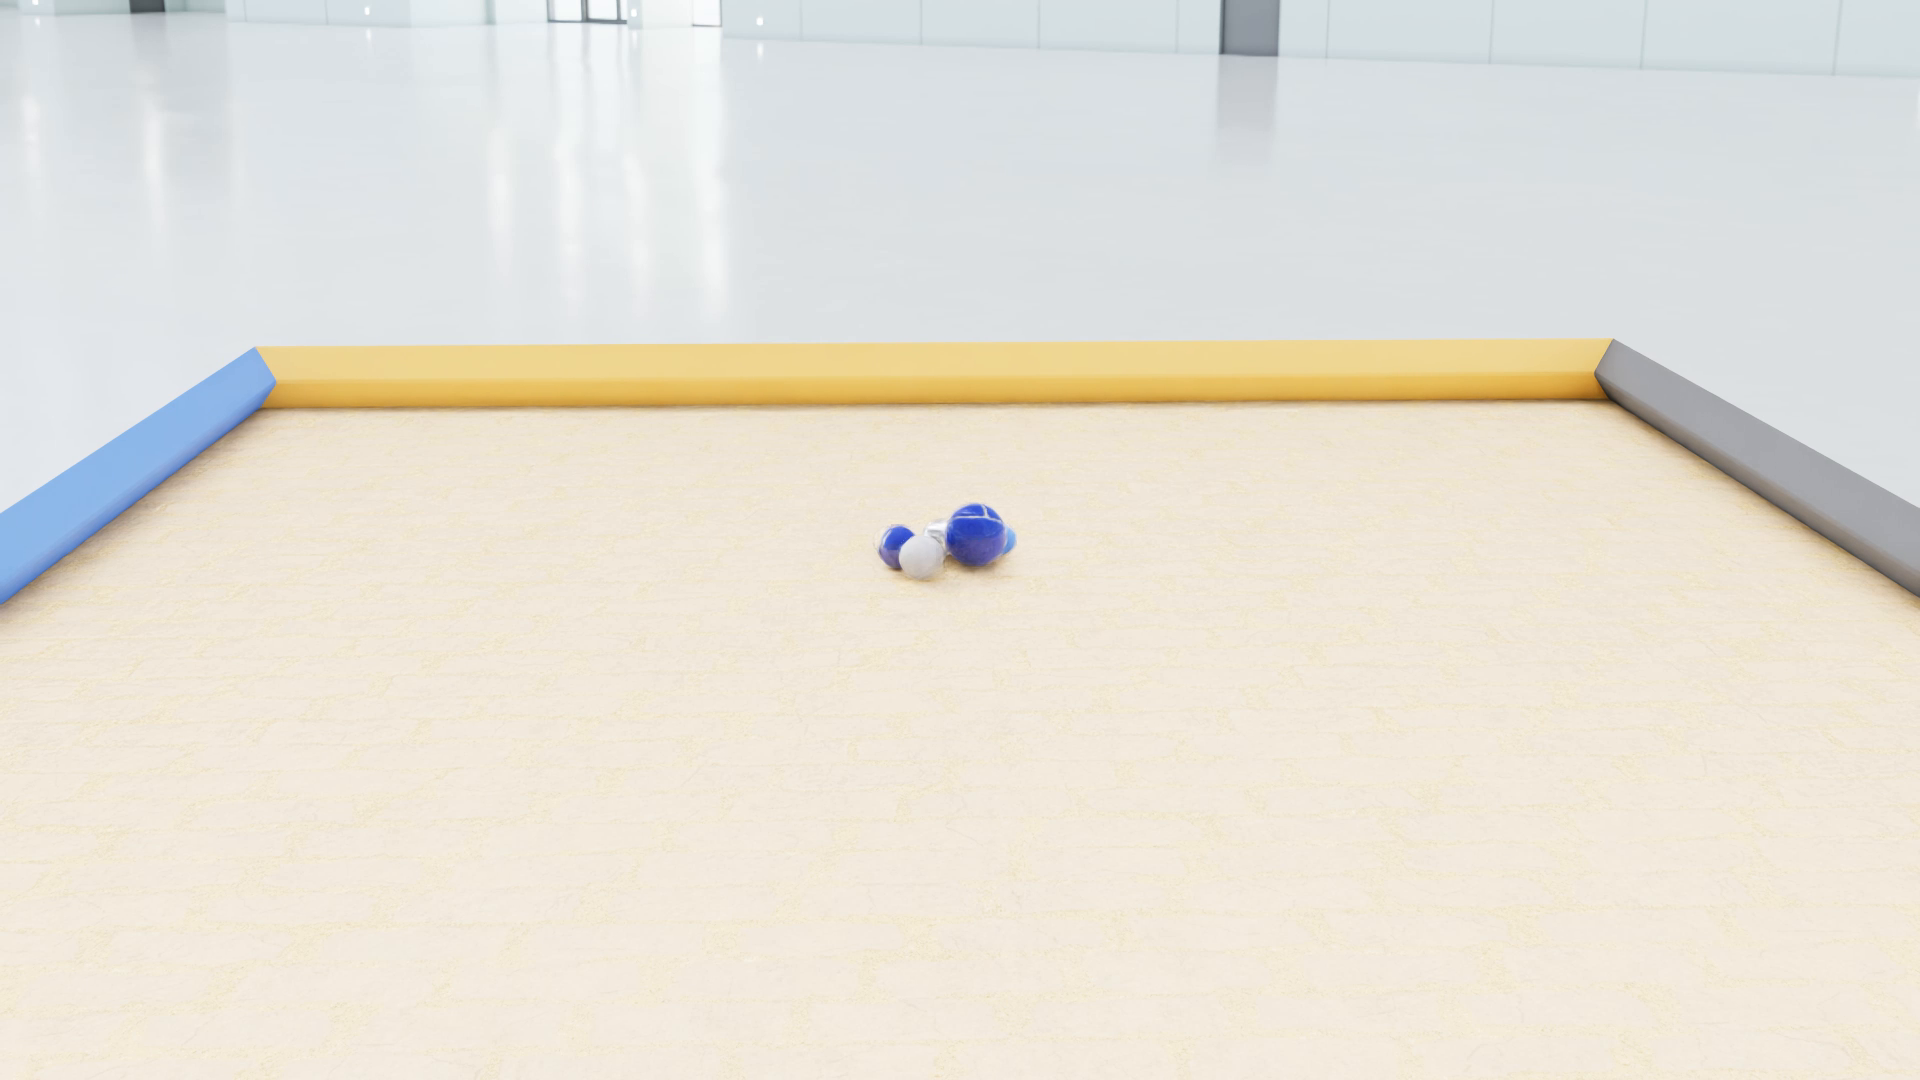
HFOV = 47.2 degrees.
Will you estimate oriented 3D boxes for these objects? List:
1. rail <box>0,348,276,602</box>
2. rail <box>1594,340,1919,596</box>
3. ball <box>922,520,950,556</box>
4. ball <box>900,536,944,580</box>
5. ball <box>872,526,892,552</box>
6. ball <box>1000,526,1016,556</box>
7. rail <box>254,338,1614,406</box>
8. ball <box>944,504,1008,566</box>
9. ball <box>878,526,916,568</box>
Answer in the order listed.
[{"bbox_3d":[-1.126,0.251,1.868,0.045,0.106,4.021,-1,15,-2],"label":"rail"},{"bbox_3d":[1.193,0.231,1.942,0.045,0.106,4.021,-1,15,-2],"label":"rail"},{"bbox_3d":[-0.027,-0.002,2.898,0.049,0.049,0.049,0,15,0],"label":"ball"},{"bbox_3d":[-0.049,0.023,2.793,0.057,0.057,0.057,0,15,0],"label":"ball"},{"bbox_3d":[-0.094,0.002,2.898,0.041,0.041,0.041,0,15,0],"label":"ball"},{"bbox_3d":[0.052,-0.001,2.905,0.043,0.043,0.043,0,15,0],"label":"ball"},{"bbox_3d":[-0.033,-0.287,3.820,2.368,0.106,0.045,-1,15,-2],"label":"rail"},{"bbox_3d":[0.021,-0.006,2.851,0.082,0.082,0.082,0,15,0],"label":"ball"},{"bbox_3d":[-0.079,0.010,2.844,0.055,0.055,0.055,0,15,0],"label":"ball"}]
